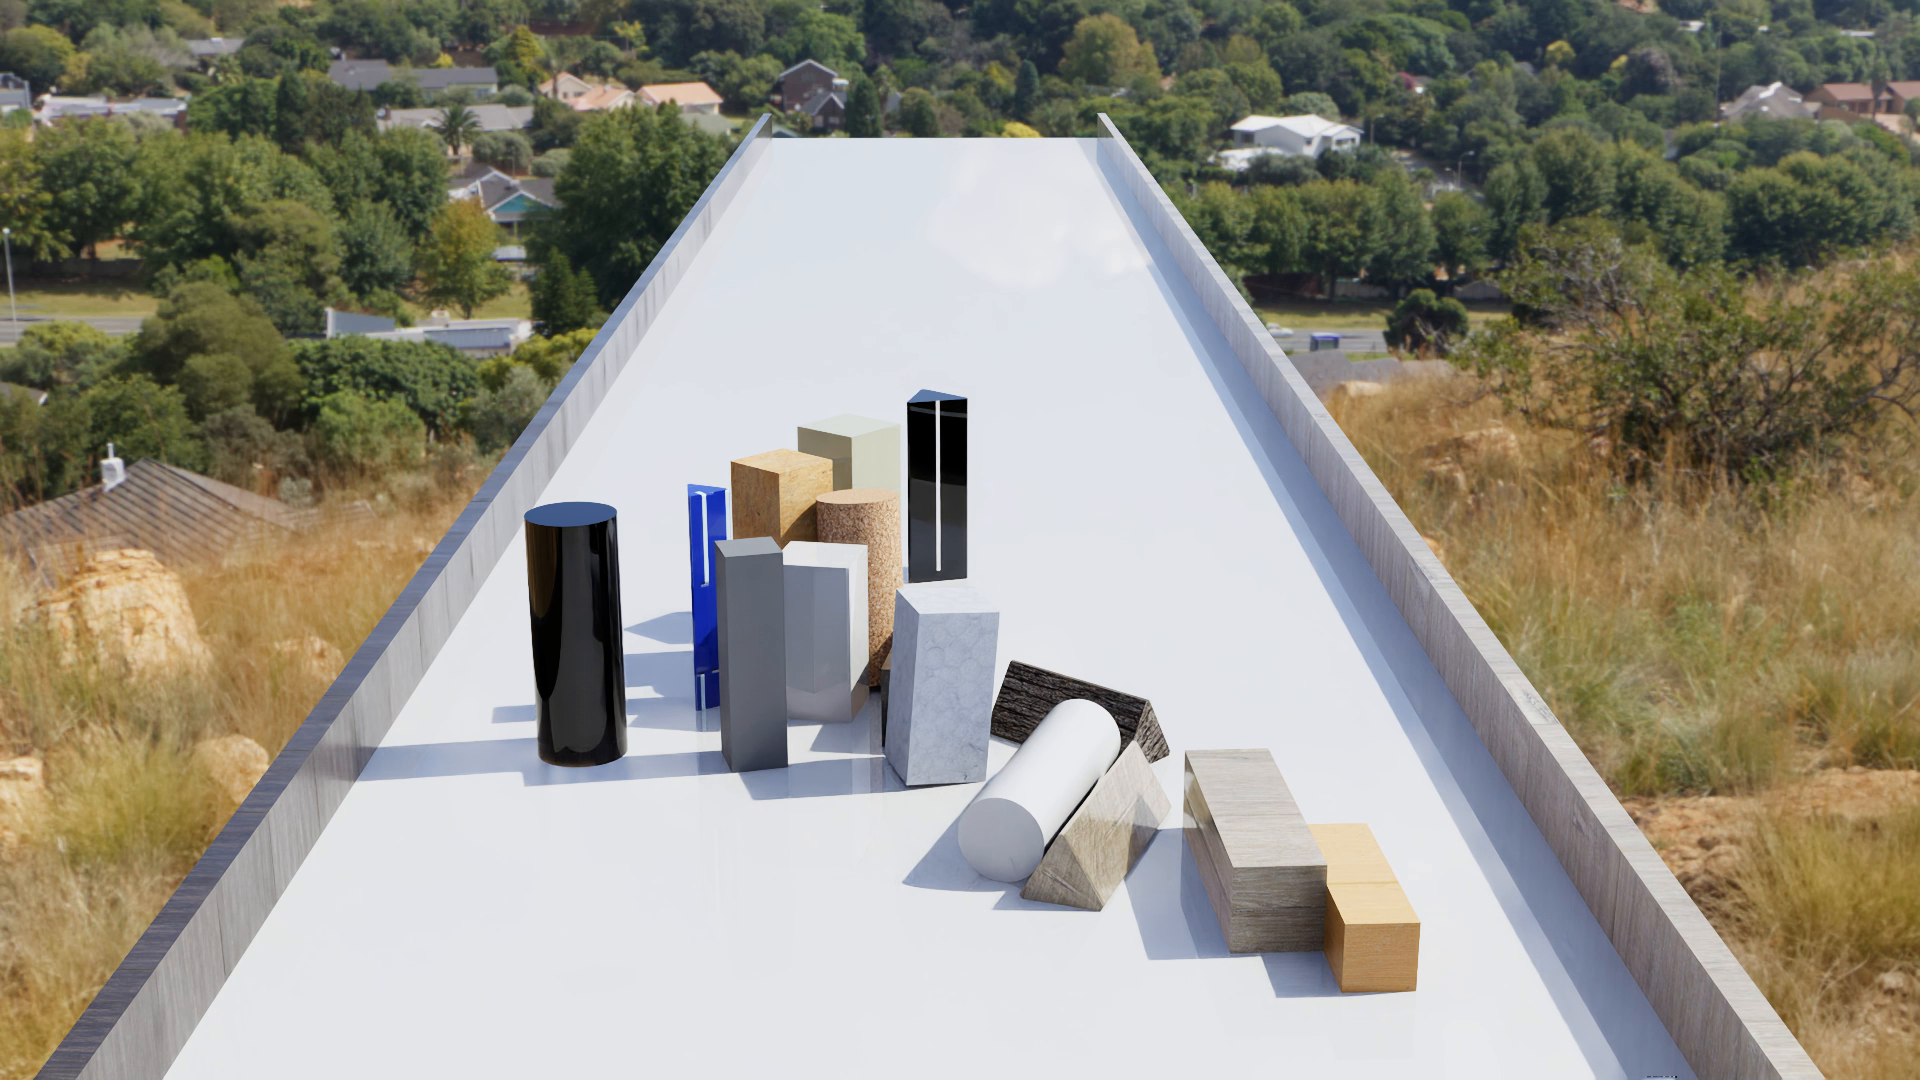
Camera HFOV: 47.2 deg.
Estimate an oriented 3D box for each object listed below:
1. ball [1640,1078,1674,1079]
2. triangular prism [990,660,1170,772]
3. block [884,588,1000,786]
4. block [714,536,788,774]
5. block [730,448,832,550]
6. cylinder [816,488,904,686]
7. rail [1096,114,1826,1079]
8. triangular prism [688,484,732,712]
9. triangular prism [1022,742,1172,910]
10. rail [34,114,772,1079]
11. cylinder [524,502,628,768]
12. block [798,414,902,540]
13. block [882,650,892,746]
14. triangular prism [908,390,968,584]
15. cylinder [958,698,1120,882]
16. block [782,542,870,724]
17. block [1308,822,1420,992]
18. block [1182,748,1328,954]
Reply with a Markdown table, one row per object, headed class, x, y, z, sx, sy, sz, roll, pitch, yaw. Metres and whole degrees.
| class | x | y | z | sx | sy | sz | roll | pitch | yaw |
| --- | --- | --- | --- | --- | --- | --- | --- | --- | --- |
| ball | 0.723 | 0.717 | 2.240 | 0.328 | 0.328 | 0.328 | 0 | 17 | 0 |
| triangular prism | 0.212 | 0.308 | 3.966 | 0.314 | 0.121 | 0.140 | 14 | 21 | 40 |
| block | -0.033 | 0.252 | 3.820 | 0.143 | 0.309 | 0.143 | -1 | 16 | -18 |
| block | -0.365 | 0.201 | 3.855 | 0.100 | 0.396 | 0.100 | -5 | 17 | -16 |
| block | -0.349 | 0.044 | 4.349 | 0.140 | 0.416 | 0.140 | 15 | 22 | 41 |
| cylinder | -0.190 | 0.091 | 4.269 | 0.161 | 0.358 | 0.161 | -2 | 11 | 0 |
| rail | 0.932 | -0.844 | 7.801 | 0.050 | 0.150 | 12.000 | 0 | 17 | -1 |
| triangular prism | -0.484 | 0.105 | 4.137 | 0.087 | 0.420 | 0.075 | -12 | 20 | -35 |
| triangular prism | 0.223 | 0.445 | 3.519 | 0.132 | 0.114 | 0.404 | 6 | 17 | 19 |
| rail | -1.118 | -0.838 | 7.780 | 0.050 | 0.150 | 12.000 | 0 | 17 | -1 |
| cylinder | -0.677 | 0.166 | 3.891 | 0.161 | 0.443 | 0.161 | 0 | 17 | 0 |
| block | -0.230 | -0.036 | 4.609 | 0.151 | 0.421 | 0.151 | 13 | 21 | 37 |
| block | -0.042 | 0.252 | 4.117 | 0.149 | 0.149 | 0.371 | 2 | 17 | 7 |
| triangular prism | -0.065 | -0.123 | 4.916 | 0.137 | 0.413 | 0.118 | -5 | 17 | -17 |
| cylinder | 0.137 | 0.404 | 3.618 | 0.142 | 0.142 | 0.455 | 6 | 17 | 18 |
| block | -0.261 | 0.171 | 4.123 | 0.149 | 0.301 | 0.149 | 3 | 17 | 10 |
| block | 0.581 | 0.536 | 3.239 | 0.106 | 0.106 | 0.341 | -1 | 17 | -2 |
| block | 0.449 | 0.471 | 3.401 | 0.137 | 0.137 | 0.449 | -1 | 17 | -3 |
